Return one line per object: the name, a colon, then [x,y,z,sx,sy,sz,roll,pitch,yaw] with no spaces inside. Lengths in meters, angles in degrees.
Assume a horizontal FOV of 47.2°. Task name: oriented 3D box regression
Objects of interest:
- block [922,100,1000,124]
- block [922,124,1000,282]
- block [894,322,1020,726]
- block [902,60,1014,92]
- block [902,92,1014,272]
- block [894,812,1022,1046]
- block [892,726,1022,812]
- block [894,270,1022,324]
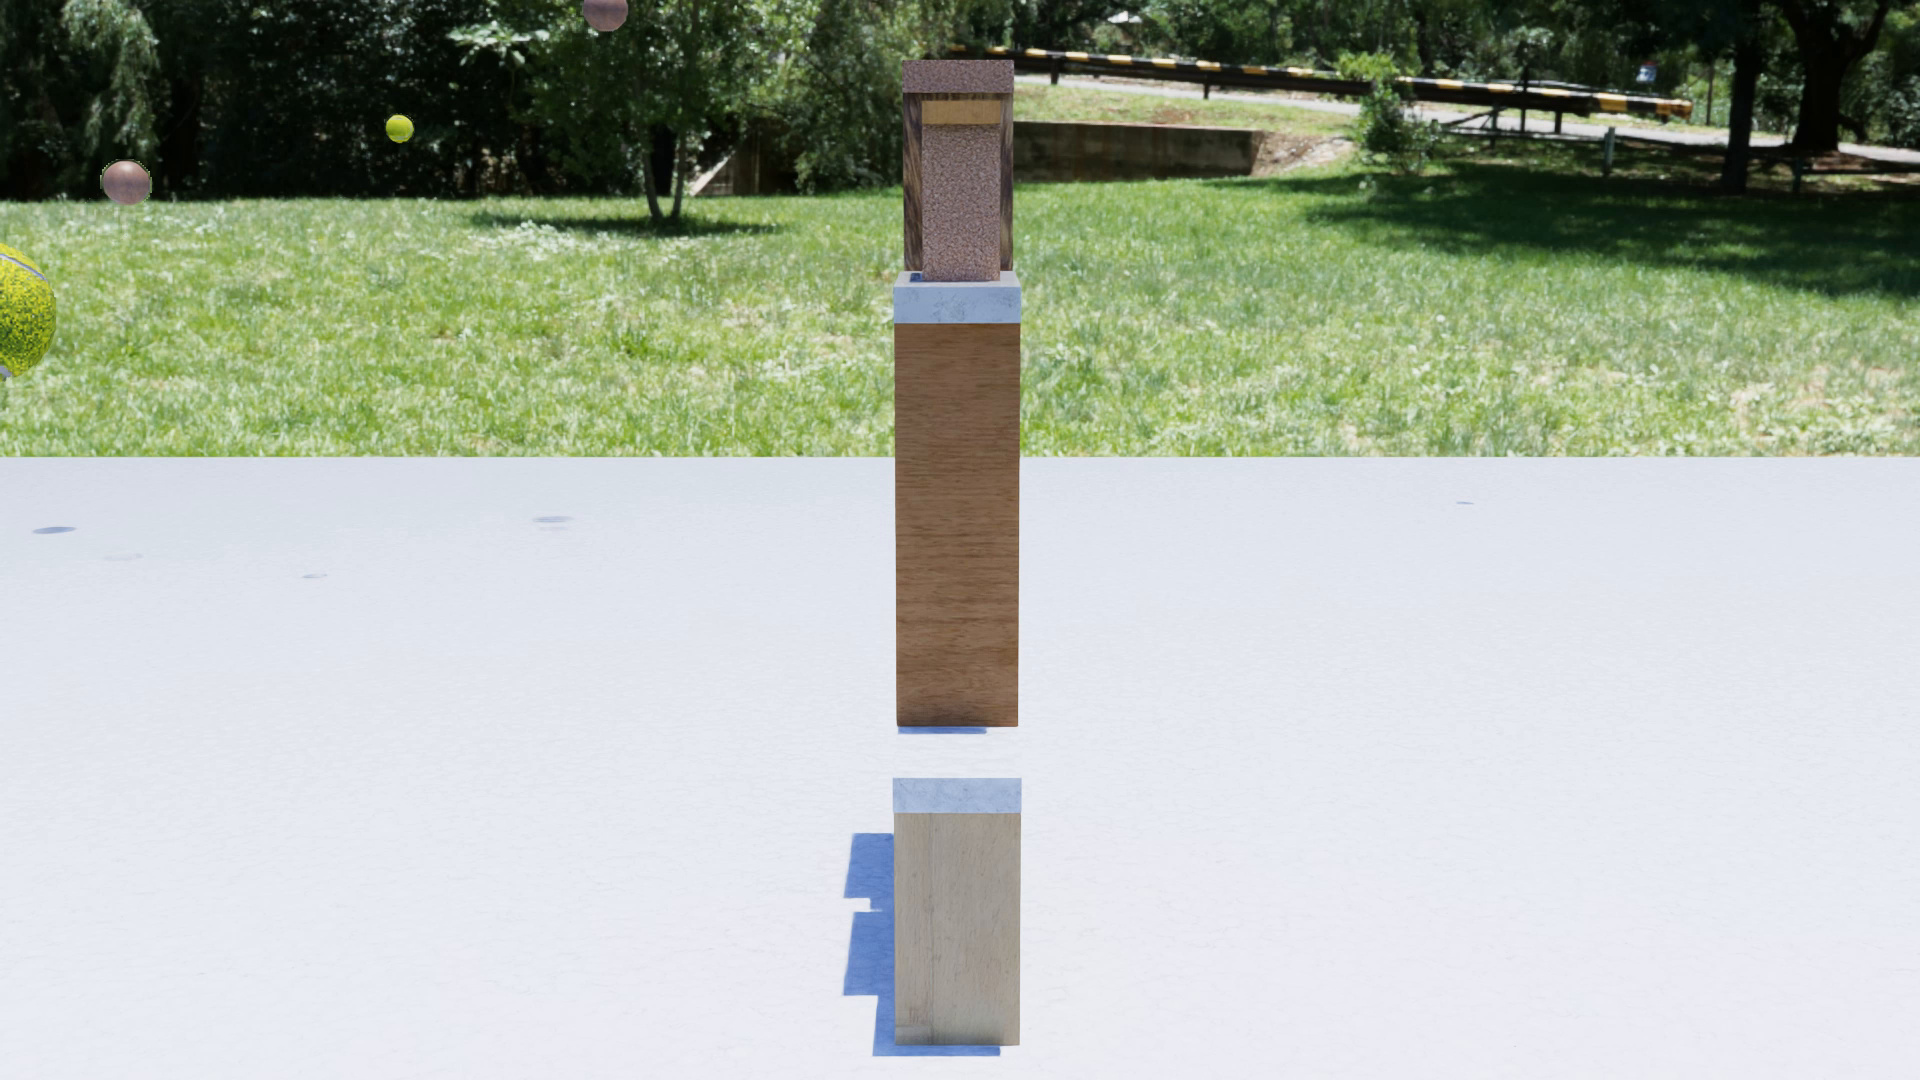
block: [0.002,-0.624,3.214,0.112,0.032,0.223,0,10,0]
block: [0.002,-0.485,3.164,0.112,0.223,0.032,0,11,0]
block: [-0.004,-0.023,3.178,0.178,0.591,0.050,0,11,0]
block: [-0.003,-0.752,3.586,0.174,0.049,0.347,0,11,0]
block: [-0.003,-0.536,3.509,0.174,0.347,0.049,0,11,0]
block: [-0.003,0.528,3.052,0.174,0.347,0.049,0,11,0]
block: [-0.004,0.312,3.130,0.174,0.049,0.347,0,11,0]
block: [-0.004,-0.360,3.237,0.178,0.050,0.356,0,10,0]
